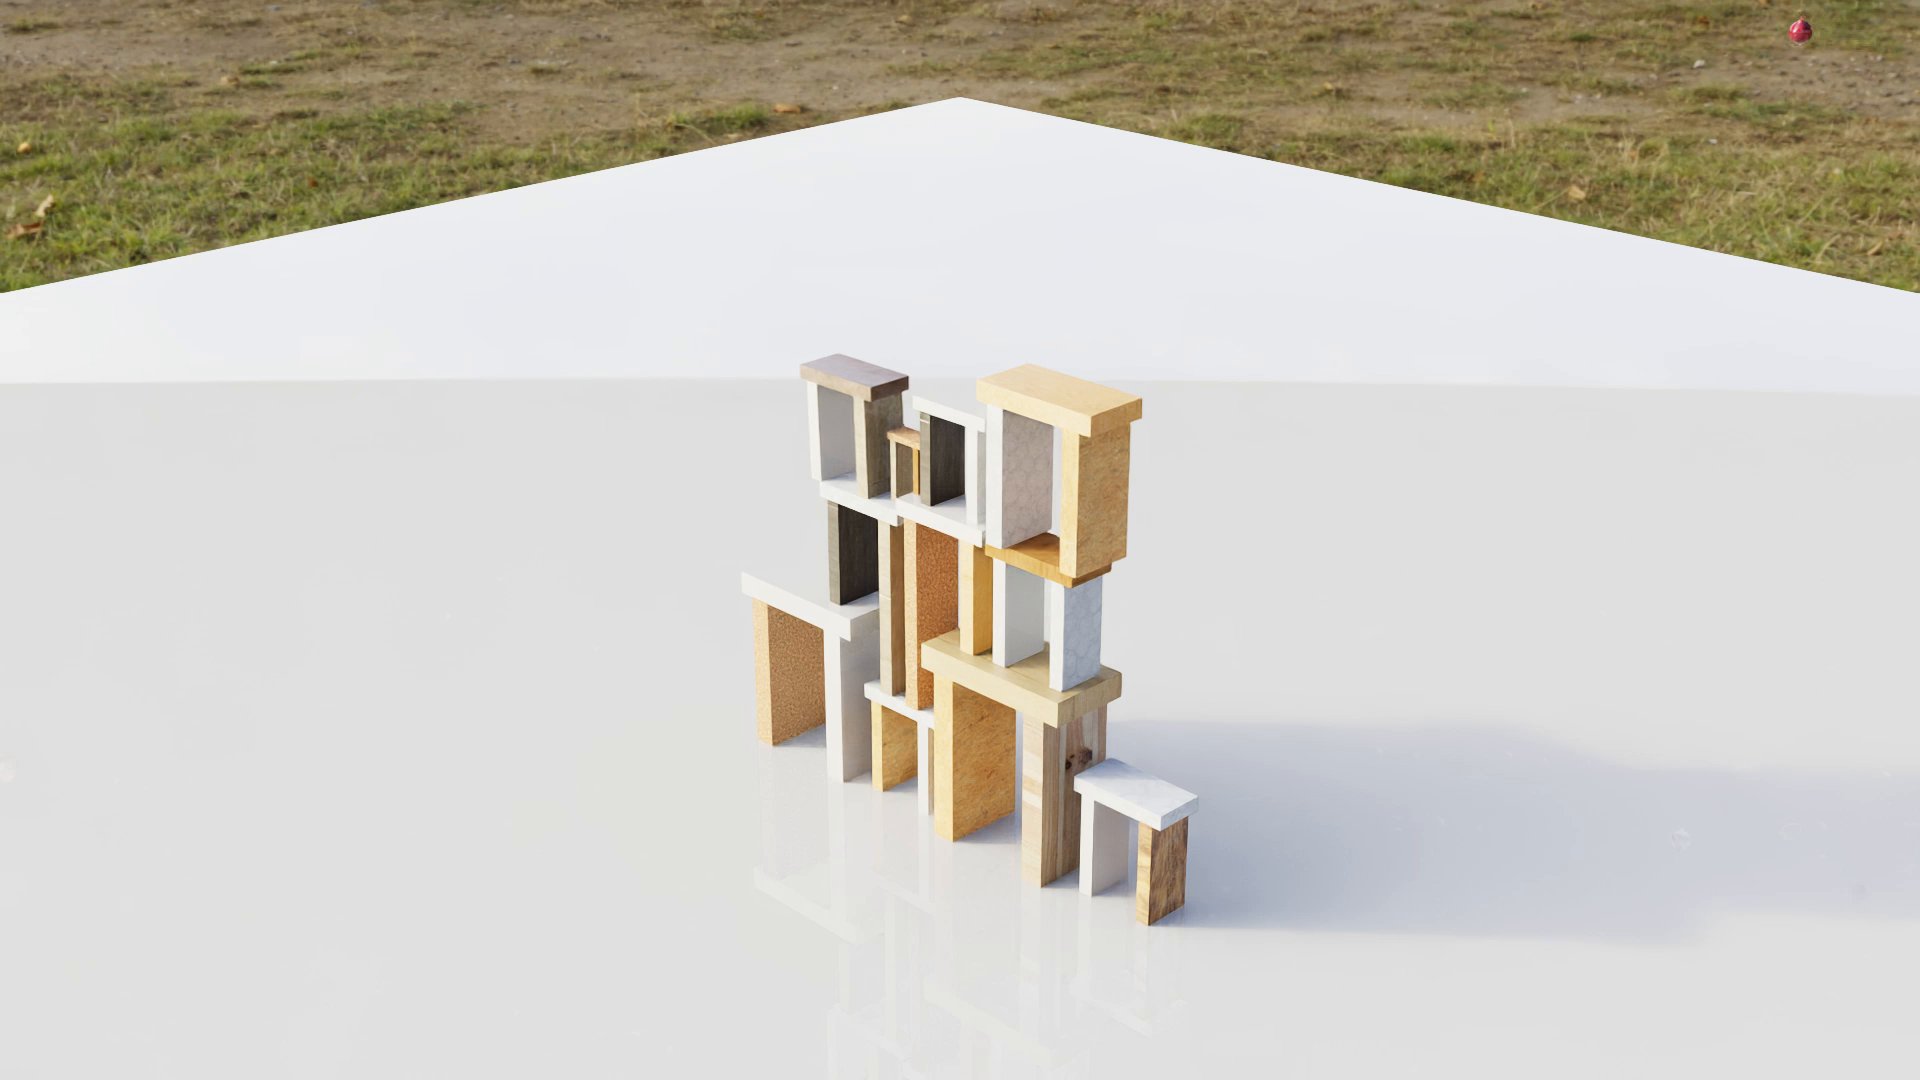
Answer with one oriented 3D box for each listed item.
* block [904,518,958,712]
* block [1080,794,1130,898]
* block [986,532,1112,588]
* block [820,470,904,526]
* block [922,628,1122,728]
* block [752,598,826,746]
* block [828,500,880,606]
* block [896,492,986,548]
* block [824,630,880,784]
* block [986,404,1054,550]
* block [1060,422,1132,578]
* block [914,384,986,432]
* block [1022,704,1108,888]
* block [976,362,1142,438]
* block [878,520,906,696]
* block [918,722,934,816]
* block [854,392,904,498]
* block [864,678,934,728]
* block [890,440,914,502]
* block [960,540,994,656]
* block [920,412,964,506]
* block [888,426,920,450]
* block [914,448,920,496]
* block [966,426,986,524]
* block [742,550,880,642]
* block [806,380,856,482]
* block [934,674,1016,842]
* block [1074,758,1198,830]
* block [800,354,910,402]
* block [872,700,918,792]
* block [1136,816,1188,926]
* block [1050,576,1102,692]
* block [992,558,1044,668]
[{"bbox_3d":[-0.055,0.132,4.334,0.116,0.407,0.033,-21,31,-41],"label":"block"},{"bbox_3d":[0.275,0.561,4.168,0.030,0.211,0.106,21,31,41],"label":"block"},{"bbox_3d":[0.162,0.028,4.055,0.217,0.031,0.108,21,31,41],"label":"block"},{"bbox_3d":[-0.162,-0.087,4.364,0.112,0.032,0.224,-21,31,-41],"label":"block"},{"bbox_3d":[0.115,0.248,4.197,0.357,0.051,0.179,21,31,41],"label":"block"},{"bbox_3d":[-0.360,0.258,4.721,0.048,0.338,0.169,21,31,41],"label":"block"},{"bbox_3d":[-0.215,0.010,4.463,0.112,0.224,0.032,-21,31,-41],"label":"block"},{"bbox_3d":[-0.001,-0.049,4.197,0.116,0.033,0.231,-21,31,-41],"label":"block"},{"bbox_3d":[-0.200,0.320,4.574,0.048,0.337,0.169,21,31,41],"label":"block"},{"bbox_3d":[0.111,-0.133,4.044,0.039,0.275,0.137,21,31,40],"label":"block"},{"bbox_3d":[0.241,-0.082,3.924,0.137,0.275,0.039,-21,31,-40],"label":"block"},{"bbox_3d":[0.011,-0.247,4.110,0.187,0.027,0.094,21,31,41],"label":"block"},{"bbox_3d":[0.199,0.468,4.200,0.179,0.357,0.051,-21,31,-41],"label":"block"},{"bbox_3d":[0.176,-0.252,3.923,0.275,0.039,0.137,21,31,40],"label":"block"},{"bbox_3d":[-0.109,0.122,4.395,0.032,0.377,0.112,21,31,41],"label":"block"},{"bbox_3d":[-0.038,0.446,4.450,0.102,0.203,0.029,-21,31,-41],"label":"block"},{"bbox_3d":[-0.157,-0.193,4.311,0.029,0.204,0.102,19,30,41],"label":"block"},{"bbox_3d":[-0.086,0.320,4.448,0.203,0.029,0.102,21,31,41],"label":"block"},{"bbox_3d":[-0.113,-0.142,4.292,0.047,0.125,0.013,-21,31,-41],"label":"block"},{"bbox_3d":[0.054,0.094,4.199,0.033,0.231,0.116,21,31,41],"label":"block"},{"bbox_3d":[-0.033,-0.166,4.192,0.027,0.187,0.094,21,31,41],"label":"block"},{"bbox_3d":[-0.091,-0.197,4.244,0.047,0.013,0.095,-21,31,-40],"label":"block"},{"bbox_3d":[-0.069,-0.138,4.245,0.047,0.094,0.013,-21,31,-40],"label":"block"},{"bbox_3d":[0.055,-0.132,4.111,0.094,0.187,0.027,-21,31,-41],"label":"block"},{"bbox_3d":[-0.280,0.112,4.572,0.338,0.048,0.169,21,31,41],"label":"block"},{"bbox_3d":[-0.254,-0.230,4.400,0.102,0.204,0.029,-21,29,-41],"label":"block"},{"bbox_3d":[0.031,0.403,4.355,0.179,0.357,0.051,-21,31,-41],"label":"block"},{"bbox_3d":[0.325,0.469,4.075,0.211,0.030,0.106,21,31,41],"label":"block"},{"bbox_3d":[-0.208,-0.320,4.312,0.204,0.029,0.102,21,31,41],"label":"block"},{"bbox_3d":[-0.134,0.408,4.538,0.029,0.203,0.102,21,31,41],"label":"block"},{"bbox_3d":[0.375,0.600,4.077,0.030,0.212,0.106,21,31,41],"label":"block"},{"bbox_3d":[0.214,0.162,4.057,0.031,0.217,0.108,20,30,39],"label":"block"},{"bbox_3d":[0.112,0.122,4.151,0.031,0.217,0.108,21,31,41],"label":"block"}]
